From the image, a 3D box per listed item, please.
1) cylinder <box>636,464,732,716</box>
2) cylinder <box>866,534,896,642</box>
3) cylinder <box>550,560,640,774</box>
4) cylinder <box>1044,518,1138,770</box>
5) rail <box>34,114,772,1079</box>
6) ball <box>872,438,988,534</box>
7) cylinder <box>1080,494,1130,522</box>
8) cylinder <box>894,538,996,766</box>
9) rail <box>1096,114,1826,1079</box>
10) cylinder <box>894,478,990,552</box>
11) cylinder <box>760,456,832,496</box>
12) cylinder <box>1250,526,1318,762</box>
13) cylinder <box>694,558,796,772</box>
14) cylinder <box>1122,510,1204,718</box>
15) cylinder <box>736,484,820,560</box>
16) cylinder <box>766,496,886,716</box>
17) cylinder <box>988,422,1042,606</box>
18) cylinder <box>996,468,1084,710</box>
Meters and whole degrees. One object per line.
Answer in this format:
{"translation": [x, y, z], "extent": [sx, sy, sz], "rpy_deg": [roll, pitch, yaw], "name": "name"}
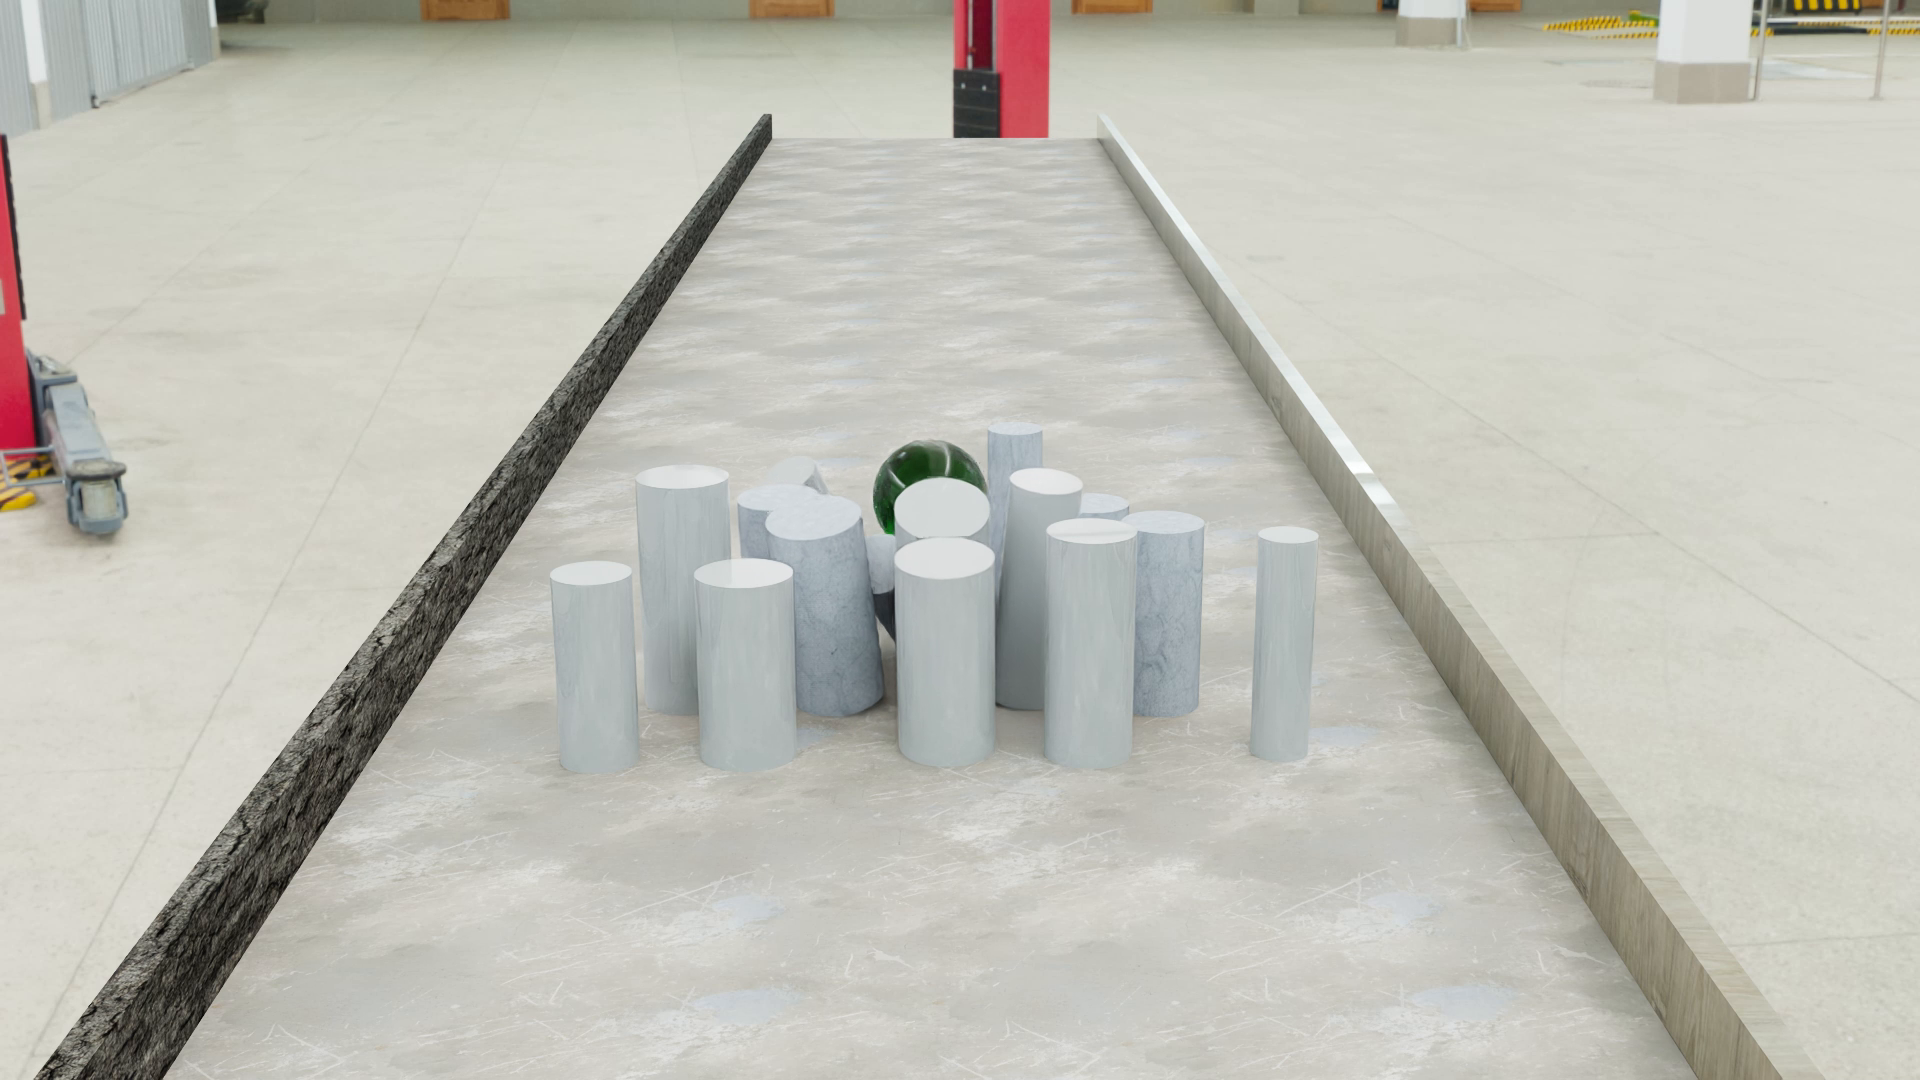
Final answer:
{"translation": [-0.515, 0.093, 4.139], "extent": [0.173, 0.441, 0.173], "rpy_deg": [0, 17, 0], "name": "cylinder"}
{"translation": [-0.115, 0.111, 4.316], "extent": [0.126, 0.126, 0.326], "rpy_deg": [5, -23, 17], "name": "cylinder"}
{"translation": [-0.641, 0.223, 3.867], "extent": [0.141, 0.347, 0.141], "rpy_deg": [0, 17, 0], "name": "cylinder"}
{"translation": [0.229, 0.182, 3.888], "extent": [0.159, 0.414, 0.159], "rpy_deg": [0, 17, 0], "name": "cylinder"}
{"translation": [-1.118, -0.838, 7.780], "extent": [0.050, 0.150, 12.000], "rpy_deg": [0, 17, -1], "name": "rail"}
{"translation": [-0.058, -0.083, 4.257], "extent": [0.225, 0.225, 0.225], "rpy_deg": [0, 17, 0], "name": "ball"}
{"translation": [0.261, 0.082, 4.382], "extent": [0.146, 0.324, 0.146], "rpy_deg": [0, 17, 0], "name": "cylinder"}
{"translation": [-0.025, 0.198, 3.885], "extent": [0.175, 0.366, 0.175], "rpy_deg": [-1, 24, 0], "name": "cylinder"}
{"translation": [0.932, -0.844, 7.801], "extent": [0.050, 0.150, 12.000], "rpy_deg": [0, 17, -1], "name": "rail"}
{"translation": [-0.033, 0.099, 4.102], "extent": [0.174, 0.418, 0.174], "rpy_deg": [0, 42, 0], "name": "cylinder"}
{"translation": [-0.281, 0.002, 4.557], "extent": [0.120, 0.366, 0.120], "rpy_deg": [-18, 35, 13], "name": "cylinder"}
{"translation": [0.573, 0.185, 3.895], "extent": [0.104, 0.405, 0.104], "rpy_deg": [0, 17, 0], "name": "cylinder"}
{"translation": [-0.378, 0.220, 3.892], "extent": [0.173, 0.339, 0.173], "rpy_deg": [0, 17, 0], "name": "cylinder"}
{"translation": [0.377, 0.138, 4.133], "extent": [0.154, 0.359, 0.154], "rpy_deg": [0, 17, 0], "name": "cylinder"}
{"translation": [-0.352, 0.072, 4.380], "extent": [0.162, 0.334, 0.162], "rpy_deg": [-2, 20, 1], "name": "cylinder"}
{"translation": [-0.248, 0.123, 4.101], "extent": [0.176, 0.376, 0.176], "rpy_deg": [-5, 28, 3], "name": "cylinder"}
{"translation": [0.115, -0.036, 4.631], "extent": [0.114, 0.409, 0.114], "rpy_deg": [0, 17, 0], "name": "cylinder"}
{"translation": [0.140, 0.093, 4.124], "extent": [0.136, 0.436, 0.136], "rpy_deg": [5, 22, -2], "name": "cylinder"}
